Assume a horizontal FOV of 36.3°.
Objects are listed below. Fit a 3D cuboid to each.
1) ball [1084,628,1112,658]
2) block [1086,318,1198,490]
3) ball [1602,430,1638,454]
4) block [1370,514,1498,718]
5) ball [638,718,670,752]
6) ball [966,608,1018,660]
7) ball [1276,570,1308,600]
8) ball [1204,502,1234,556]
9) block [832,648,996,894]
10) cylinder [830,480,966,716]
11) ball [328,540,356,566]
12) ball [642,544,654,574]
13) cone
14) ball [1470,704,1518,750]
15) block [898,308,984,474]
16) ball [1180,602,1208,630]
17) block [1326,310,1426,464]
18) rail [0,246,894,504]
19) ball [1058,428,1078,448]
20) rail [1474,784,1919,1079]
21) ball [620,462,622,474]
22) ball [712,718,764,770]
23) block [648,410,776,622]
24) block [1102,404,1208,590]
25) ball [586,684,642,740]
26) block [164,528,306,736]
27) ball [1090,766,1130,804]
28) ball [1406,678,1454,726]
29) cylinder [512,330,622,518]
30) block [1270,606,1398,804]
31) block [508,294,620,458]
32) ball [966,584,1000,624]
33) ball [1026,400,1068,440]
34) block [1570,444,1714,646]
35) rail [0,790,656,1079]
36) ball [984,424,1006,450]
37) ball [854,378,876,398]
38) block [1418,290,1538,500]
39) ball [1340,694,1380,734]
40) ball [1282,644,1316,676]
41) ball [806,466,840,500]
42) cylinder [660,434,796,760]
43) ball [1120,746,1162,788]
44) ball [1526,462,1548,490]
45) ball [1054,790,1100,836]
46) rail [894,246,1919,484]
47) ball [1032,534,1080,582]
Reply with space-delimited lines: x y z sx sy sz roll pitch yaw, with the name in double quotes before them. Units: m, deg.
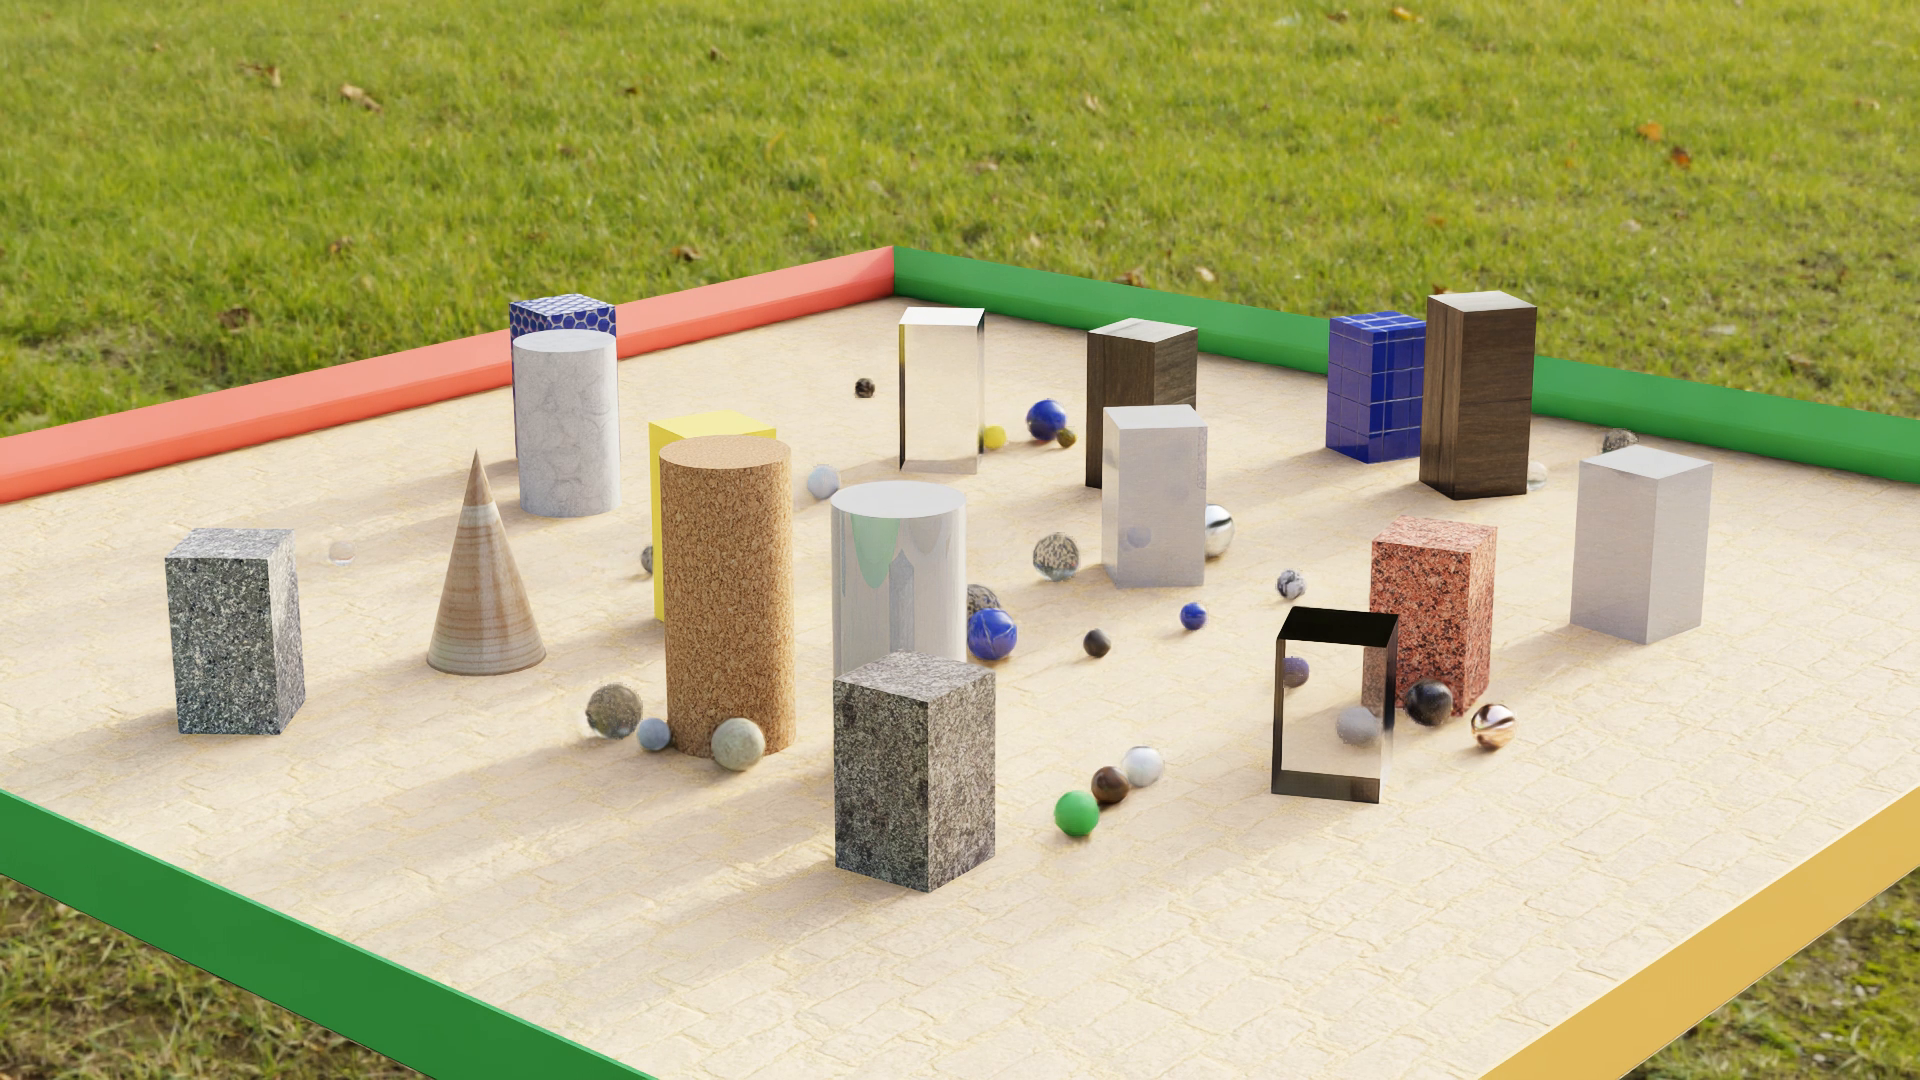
"ball" 0.225 0.169 4.806 0.047 0.047 0.047 0 17 0
"block" 0.357 -0.261 5.773 0.156 0.312 0.156 12 21 34
"ball" 1.338 -0.186 5.940 0.072 0.072 0.072 0 17 0
"block" 0.739 0.117 4.598 0.156 0.266 0.156 8 18 24
"ball" -0.458 0.292 4.396 0.049 0.049 0.049 0 17 0
"ball" 0.052 0.154 4.789 0.086 0.086 0.086 0 17 0
"ball" 0.577 0.078 5.101 0.052 0.052 0.052 0 17 0
"ball" 0.451 -0.019 5.342 0.098 0.098 0.098 0 17 0
"block" -0.060 0.309 3.957 0.156 0.270 0.156 11 20 33
"cylinder" -0.088 0.142 4.253 0.195 0.419 0.195 0 17 0
"ball" -1.114 0.024 5.286 0.047 0.047 0.047 0 17 0
"ball" -0.542 0.034 5.241 0.055 0.055 0.055 0 17 0
"cone" -0.777 0.020 4.762 0.195 0.357 0.195 0 17 0
"ball" 0.802 0.280 4.402 0.069 0.069 0.069 0 17 0
"block" -0.036 -0.302 5.922 0.156 0.306 0.156 2 17 5
"ball" 0.393 0.129 4.939 0.048 0.048 0.048 0 17 0
"block" 0.863 -0.315 6.019 0.156 0.273 0.156 -8 19 -26
"rail" -1.323 -0.300 6.220 0.045 0.127 3.568 14 22 39
"ball" 0.222 -0.212 6.078 0.042 0.042 0.042 0 17 0
"rail" 1.323 0.363 4.020 0.045 0.127 3.568 14 22 39
"ball" -0.702 -0.144 5.814 0.064 0.064 0.064 0 17 0
"ball" -0.327 0.301 4.316 0.078 0.078 0.078 0 17 0
"block" -0.414 -0.027 4.943 0.156 0.344 0.156 -11 20 -32
"block" 0.343 -0.078 5.203 0.156 0.291 0.156 -2 17 -7
"ball" -0.524 0.261 4.438 0.084 0.084 0.084 0 17 0
"block" -1.110 0.139 4.501 0.156 0.281 0.156 1 17 2
"ball" 0.215 0.350 4.191 0.055 0.055 0.055 0 17 0
"ball" 0.720 0.249 4.497 0.073 0.073 0.073 0 17 0
"cylinder" -0.754 -0.225 5.635 0.195 0.324 0.195 0 17 0
"block" 0.544 0.237 4.252 0.156 0.236 0.156 4 17 14
"block" -0.801 -0.320 5.949 0.156 0.323 0.156 -12 21 -35
"ball" 0.022 0.120 4.891 0.092 0.092 0.092 0 17 0
"ball" 0.180 -0.250 6.128 0.086 0.086 0.086 0 17 0
"block" 1.145 0.006 4.932 0.156 0.286 0.156 -14 22 -40
"rail" -1.154 0.416 3.848 3.552 0.127 0.045 14 22 39
"ball" 0.070 -0.213 6.063 0.053 0.053 0.053 0 17 0
"ball" -0.211 -0.336 6.480 0.047 0.047 0.047 0 17 0
"block" 1.012 -0.284 5.740 0.156 0.375 0.156 -5 18 -17
"ball" 0.610 0.264 4.469 0.061 0.061 0.061 0 17 0
"ball" 0.545 0.194 4.717 0.052 0.052 0.052 0 17 0
"ball" -0.266 -0.110 5.704 0.064 0.064 0.064 0 17 0
"cylinder" -0.346 0.084 4.391 0.195 0.449 0.195 0 17 0
"ball" 0.263 0.328 4.253 0.061 0.061 0.061 0 17 0
"ball" 1.128 -0.127 5.771 0.057 0.057 0.057 0 17 0
"ball" 0.162 0.380 4.077 0.064 0.064 0.064 0 17 0
"rail" 1.154 -0.352 6.393 3.552 0.127 0.045 14 22 39
"ball" 0.170 0.032 5.198 0.084 0.084 0.084 0 17 0
